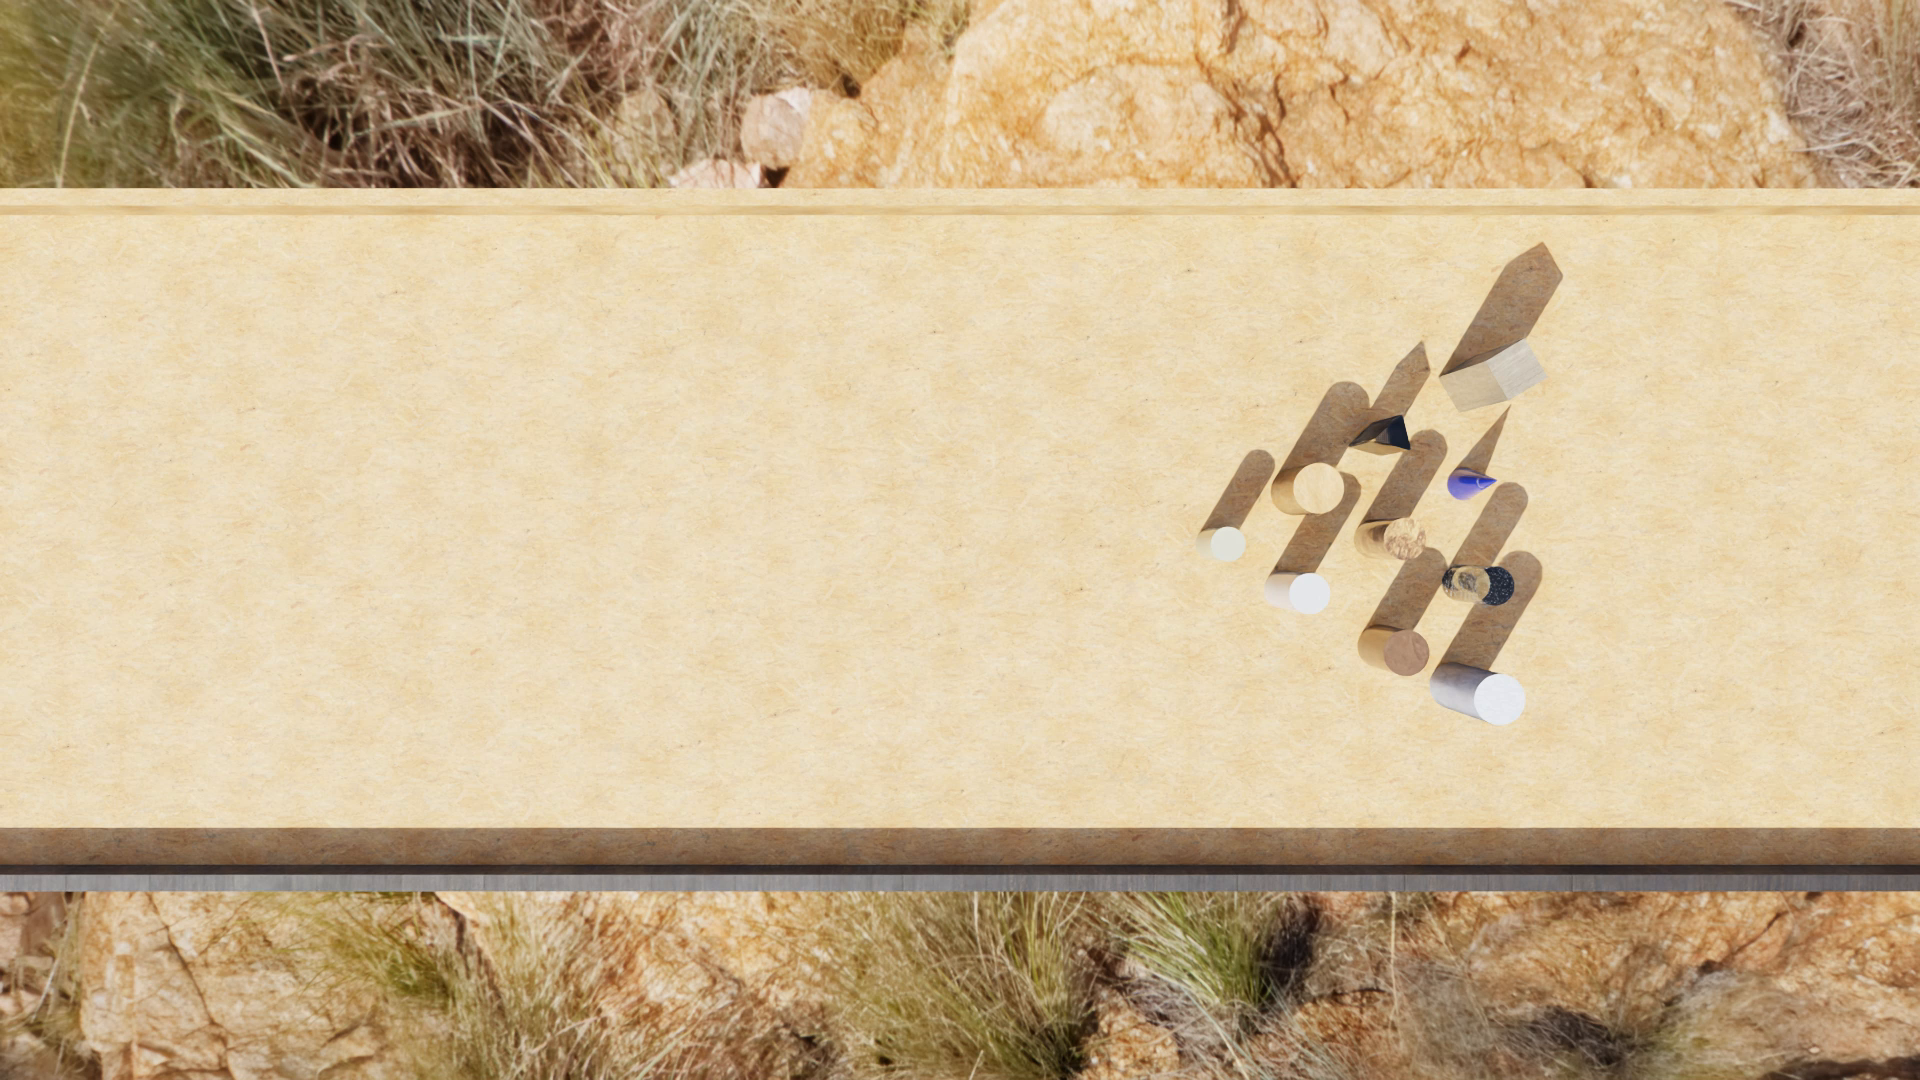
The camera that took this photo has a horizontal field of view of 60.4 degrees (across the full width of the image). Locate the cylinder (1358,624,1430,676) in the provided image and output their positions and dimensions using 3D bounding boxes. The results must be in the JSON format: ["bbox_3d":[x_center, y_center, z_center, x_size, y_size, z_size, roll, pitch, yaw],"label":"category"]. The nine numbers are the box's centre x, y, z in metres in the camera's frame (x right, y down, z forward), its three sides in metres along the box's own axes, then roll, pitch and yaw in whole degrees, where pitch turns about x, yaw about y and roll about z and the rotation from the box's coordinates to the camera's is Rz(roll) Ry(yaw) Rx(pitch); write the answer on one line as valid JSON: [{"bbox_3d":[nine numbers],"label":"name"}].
[{"bbox_3d":[1.290,0.327,4.921,0.134,0.311,0.134,0,90,0],"label":"cylinder"}]

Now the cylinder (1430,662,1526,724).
[{"bbox_3d":[1.516,0.448,4.854,0.144,0.446,0.144,0,90,0],"label":"cylinder"}]

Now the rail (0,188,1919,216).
[{"bbox_3d":[-2.247,-1.025,5.002,12.000,0.150,0.050,0,90,0],"label":"rail"}]

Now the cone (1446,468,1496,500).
[{"bbox_3d":[1.550,-0.173,4.912,0.103,0.329,0.103,0,90,0],"label":"cone"}]

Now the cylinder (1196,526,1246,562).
[{"bbox_3d":[0.774,0.012,4.920,0.101,0.314,0.101,0,90,0],"label":"cylinder"}]

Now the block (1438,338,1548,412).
[{"bbox_3d":[1.559,-0.478,4.847,0.128,0.459,0.128,-31,90,0],"label":"block"}]

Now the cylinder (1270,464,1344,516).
[{"bbox_3d":[1.028,-0.148,4.902,0.145,0.349,0.145,0,90,0],"label":"cylinder"}]

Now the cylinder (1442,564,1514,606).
[{"bbox_3d":[1.539,0.132,4.911,0.113,0.331,0.113,0,90,0],"label":"cylinder"}]

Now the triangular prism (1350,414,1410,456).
[{"bbox_3d":[1.259,-0.318,4.913,0.105,0.327,0.091,16,90,0],"label":"triangular prism"}]

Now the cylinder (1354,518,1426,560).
[{"bbox_3d":[1.273,-0.003,4.896,0.122,0.361,0.122,0,90,0],"label":"cylinder"}]

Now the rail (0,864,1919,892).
[{"bbox_3d":[-2.247,1.025,5.001,12.000,0.150,0.050,0,90,0],"label":"rail"}]

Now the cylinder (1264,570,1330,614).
[{"bbox_3d":[0.993,0.153,4.880,0.117,0.394,0.117,0,90,0],"label":"cylinder"}]
